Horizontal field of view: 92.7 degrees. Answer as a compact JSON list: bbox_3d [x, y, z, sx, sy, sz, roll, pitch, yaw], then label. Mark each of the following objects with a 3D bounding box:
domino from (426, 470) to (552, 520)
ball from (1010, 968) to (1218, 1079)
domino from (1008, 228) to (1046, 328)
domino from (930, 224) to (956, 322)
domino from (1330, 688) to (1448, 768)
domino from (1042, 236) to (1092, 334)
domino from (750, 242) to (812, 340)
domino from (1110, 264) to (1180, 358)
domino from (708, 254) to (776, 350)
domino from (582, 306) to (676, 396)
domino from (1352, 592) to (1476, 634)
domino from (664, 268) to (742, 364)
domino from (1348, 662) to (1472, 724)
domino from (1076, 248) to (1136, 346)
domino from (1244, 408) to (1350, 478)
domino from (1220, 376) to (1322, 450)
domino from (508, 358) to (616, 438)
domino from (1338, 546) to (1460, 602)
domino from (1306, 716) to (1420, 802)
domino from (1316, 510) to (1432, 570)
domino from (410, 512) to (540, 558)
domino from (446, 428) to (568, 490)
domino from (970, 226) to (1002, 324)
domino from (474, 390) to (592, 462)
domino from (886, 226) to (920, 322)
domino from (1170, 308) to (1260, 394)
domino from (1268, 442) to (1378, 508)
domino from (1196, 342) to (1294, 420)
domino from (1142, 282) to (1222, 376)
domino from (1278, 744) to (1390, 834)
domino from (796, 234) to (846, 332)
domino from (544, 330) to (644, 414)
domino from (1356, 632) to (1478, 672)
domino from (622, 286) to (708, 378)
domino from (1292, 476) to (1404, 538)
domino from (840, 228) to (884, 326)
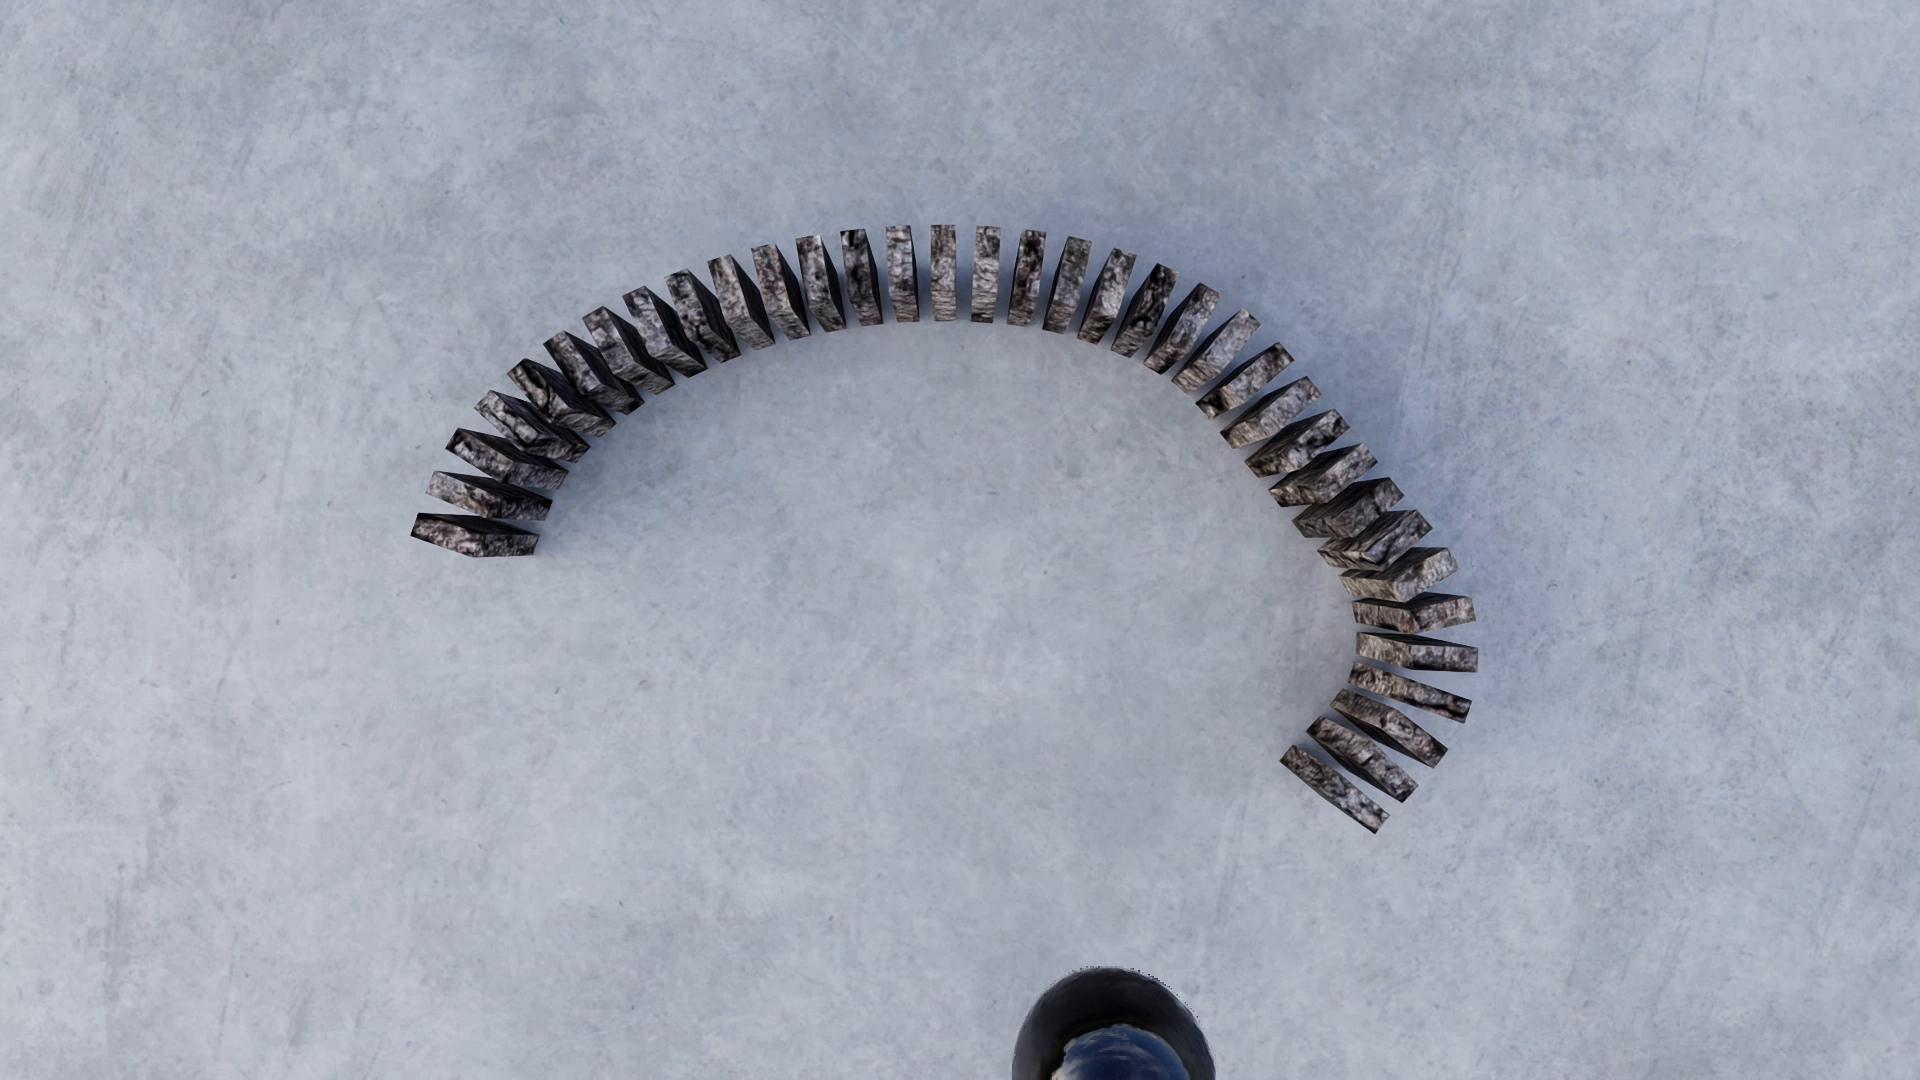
[{"bbox_3d":[-0.191,-0.018,0.375,0.025,0.050,0.009,22,90,0],"label":"domino"},{"bbox_3d":[0.060,0.212,0.360,0.080,0.080,0.080,0,90,0],"label":"ball"},{"bbox_3d":[0.027,-0.106,0.375,0.010,0.050,0.025,8,90,0],"label":"domino"},{"bbox_3d":[-0.006,-0.108,0.375,0.009,0.050,0.025,0,90,0],"label":"domino"},{"bbox_3d":[0.174,0.076,0.375,0.025,0.050,0.009,38,90,0],"label":"domino"},{"bbox_3d":[0.043,-0.103,0.375,0.010,0.050,0.025,13,90,0],"label":"domino"},{"bbox_3d":[-0.072,-0.100,0.375,0.010,0.050,0.025,-13,90,0],"label":"domino"},{"bbox_3d":[0.075,-0.093,0.375,0.009,0.050,0.025,23,90,0],"label":"domino"},{"bbox_3d":[-0.089,-0.096,0.375,0.009,0.050,0.025,-17,90,0],"label":"domino"},{"bbox_3d":[-0.134,-0.076,0.375,0.010,0.050,0.025,-30,90,0],"label":"domino"},{"bbox_3d":[0.184,0.029,0.375,0.025,0.050,0.010,-12,90,0],"label":"domino"},{"bbox_3d":[-0.104,-0.091,0.375,0.010,0.050,0.025,-21,90,0],"label":"domino"},{"bbox_3d":[0.182,0.062,0.375,0.025,0.050,0.009,19,90,0],"label":"domino"},{"bbox_3d":[0.059,-0.098,0.375,0.009,0.050,0.025,18,90,0],"label":"domino"},{"bbox_3d":[0.137,-0.039,0.375,0.025,0.050,0.009,-40,90,0],"label":"domino"},{"bbox_3d":[0.126,-0.051,0.375,0.025,0.050,0.009,-39,90,0],"label":"domino"},{"bbox_3d":[-0.162,-0.057,0.375,0.009,0.050,0.025,-41,90,0],"label":"domino"},{"bbox_3d":[0.178,0.013,0.375,0.025,0.050,0.009,-31,90,0],"label":"domino"},{"bbox_3d":[0.163,0.089,0.375,0.025,0.050,0.009,43,90,0],"label":"domino"},{"bbox_3d":[0.168,0.000,0.375,0.025,0.050,0.010,-41,90,0],"label":"domino"},{"bbox_3d":[-0.197,-0.002,0.375,0.025,0.050,0.010,19,90,0],"label":"domino"},{"bbox_3d":[-0.184,-0.032,0.375,0.025,0.050,0.009,31,90,0],"label":"domino"},{"bbox_3d":[0.010,-0.107,0.375,0.009,0.050,0.025,3,90,0],"label":"domino"},{"bbox_3d":[-0.173,-0.046,0.375,0.025,0.050,0.009,42,90,0],"label":"domino"},{"bbox_3d":[-0.023,-0.108,0.375,0.009,0.050,0.025,-3,90,0],"label":"domino"},{"bbox_3d":[0.104,-0.076,0.375,0.009,0.050,0.025,40,90,0],"label":"domino"},{"bbox_3d":[0.147,-0.026,0.375,0.025,0.050,0.010,-38,90,0],"label":"domino"},{"bbox_3d":[0.115,-0.064,0.375,0.025,0.050,0.010,-40,90,0],"label":"domino"},{"bbox_3d":[0.090,-0.085,0.375,0.010,0.050,0.025,29,90,0],"label":"domino"},{"bbox_3d":[0.152,0.101,0.375,0.025,0.050,0.010,40,90,0],"label":"domino"},{"bbox_3d":[-0.056,-0.104,0.375,0.010,0.050,0.025,-10,90,0],"label":"domino"},{"bbox_3d":[-0.148,-0.067,0.375,0.009,0.050,0.025,-35,90,0],"label":"domino"},{"bbox_3d":[0.185,0.045,0.375,0.025,0.050,0.010,2,90,0],"label":"domino"},{"bbox_3d":[-0.120,-0.084,0.375,0.009,0.050,0.025,-25,90,0],"label":"domino"},{"bbox_3d":[0.157,-0.013,0.375,0.025,0.050,0.009,-39,90,0],"label":"domino"},{"bbox_3d":[-0.040,-0.106,0.375,0.009,0.050,0.025,-7,90,0],"label":"domino"}]
